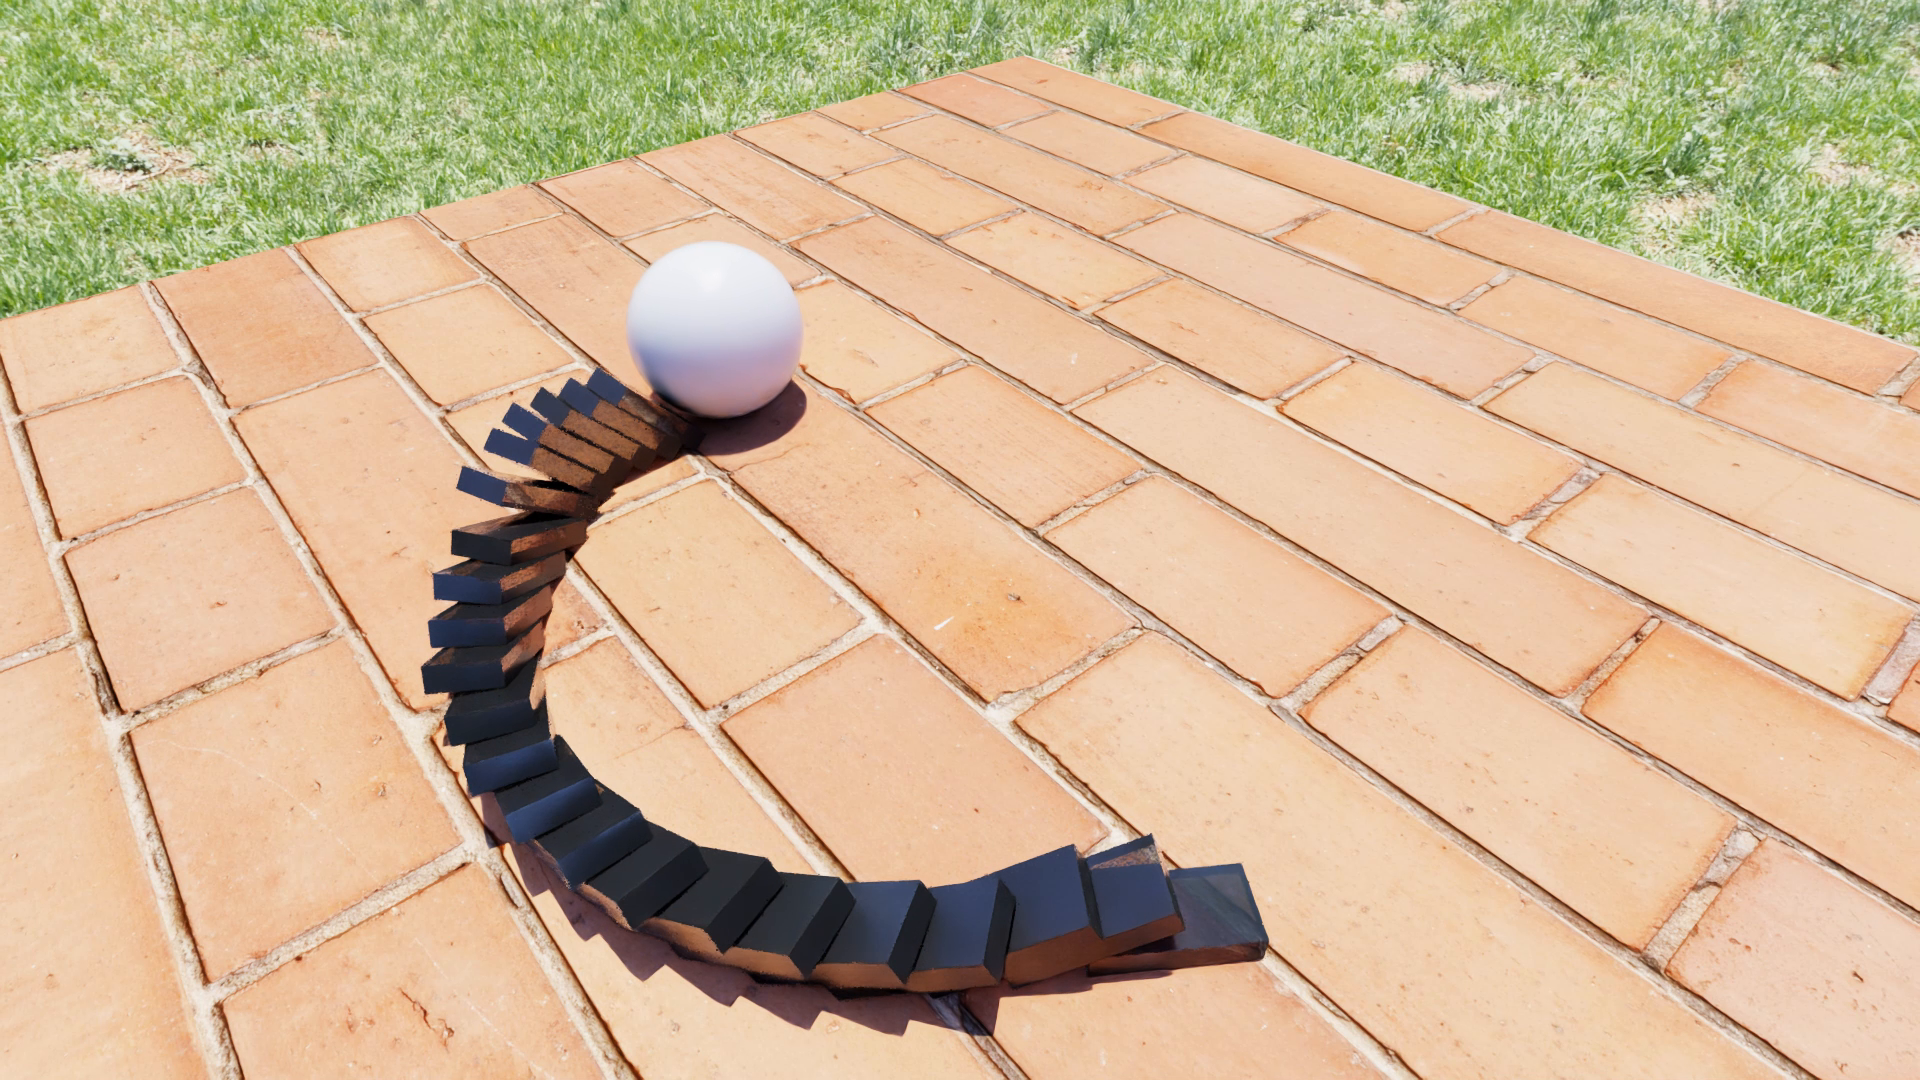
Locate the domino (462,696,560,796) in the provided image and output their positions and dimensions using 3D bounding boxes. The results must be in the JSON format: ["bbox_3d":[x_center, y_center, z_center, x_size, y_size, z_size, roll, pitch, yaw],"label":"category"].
[{"bbox_3d":[-0.142,0.064,0.347,0.025,0.010,0.050,-17,14,-19],"label":"domino"}]

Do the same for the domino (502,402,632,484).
[{"bbox_3d":[-0.165,-0.040,0.465,0.025,0.050,0.010,29,88,30],"label":"domino"}]

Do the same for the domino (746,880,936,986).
[{"bbox_3d":[-0.033,0.106,0.296,0.050,0.010,0.025,-13,32,31],"label":"domino"}]

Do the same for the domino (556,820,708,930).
[{"bbox_3d":[-0.095,0.092,0.313,0.025,0.010,0.050,-35,22,-35],"label":"domino"}]

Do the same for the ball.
[{"bbox_3d":[-0.112,-0.096,0.505,0.080,0.080,0.080,0,39,0],"label":"ball"}]

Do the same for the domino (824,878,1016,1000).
[{"bbox_3d":[-0.011,0.107,0.295,0.050,0.009,0.025,-17,33,26],"label":"domino"}]

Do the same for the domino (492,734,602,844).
[{"bbox_3d":[-0.128,0.075,0.334,0.025,0.010,0.050,-24,16,-26],"label":"domino"}]

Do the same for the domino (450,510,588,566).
[{"bbox_3d":[-0.170,-0.002,0.428,0.025,0.010,0.050,10,12,11],"label":"domino"}]

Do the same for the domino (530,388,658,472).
[{"bbox_3d":[-0.157,-0.047,0.473,0.025,0.050,0.010,33,90,34],"label":"domino"}]

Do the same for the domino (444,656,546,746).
[{"bbox_3d":[-0.152,0.052,0.362,0.025,0.009,0.050,-13,12,-15],"label":"domino"}]

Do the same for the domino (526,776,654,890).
[{"bbox_3d":[-0.112,0.084,0.323,0.025,0.010,0.050,-30,19,-31],"label":"domino"}]

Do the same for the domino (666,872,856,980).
[{"bbox_3d":[-0.055,0.103,0.300,0.050,0.010,0.025,-8,30,37],"label":"domino"}]

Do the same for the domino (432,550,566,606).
[{"bbox_3d":[-0.170,0.013,0.410,0.025,0.009,0.050,4,11,5],"label":"domino"}]

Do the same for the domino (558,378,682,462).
[{"bbox_3d":[-0.147,-0.052,0.480,0.025,0.050,0.010,33,90,33],"label":"domino"}]

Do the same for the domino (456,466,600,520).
[{"bbox_3d":[-0.172,-0.019,0.442,0.025,0.010,0.050,18,3,24],"label":"domino"}]

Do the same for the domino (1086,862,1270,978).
[{"bbox_3d":[0.059,0.107,0.312,0.050,0.009,0.025,-4,39,-5],"label":"domino"}]

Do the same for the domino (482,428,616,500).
[{"bbox_3d":[-0.168,-0.031,0.453,0.025,0.050,0.009,19,83,21],"label":"domino"}]

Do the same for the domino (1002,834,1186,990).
[{"bbox_3d":[0.034,0.102,0.303,0.050,0.010,0.025,-23,38,10],"label":"domino"}]

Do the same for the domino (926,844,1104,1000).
[{"bbox_3d":[0.012,0.104,0.300,0.050,0.010,0.025,-24,38,13],"label":"domino"}]

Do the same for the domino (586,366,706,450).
[{"bbox_3d":[-0.138,-0.057,0.486,0.025,0.050,0.009,33,90,33],"label":"domino"}]

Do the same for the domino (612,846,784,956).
[{"bbox_3d":[-0.075,0.098,0.306,0.050,0.009,0.025,-6,29,41],"label":"domino"}]

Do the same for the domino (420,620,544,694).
[{"bbox_3d":[-0.162,0.039,0.377,0.025,0.009,0.050,-5,11,-6],"label":"domino"}]

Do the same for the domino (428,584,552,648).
[{"bbox_3d":[-0.167,0.026,0.393,0.025,0.010,0.050,-2,11,-3],"label":"domino"}]
